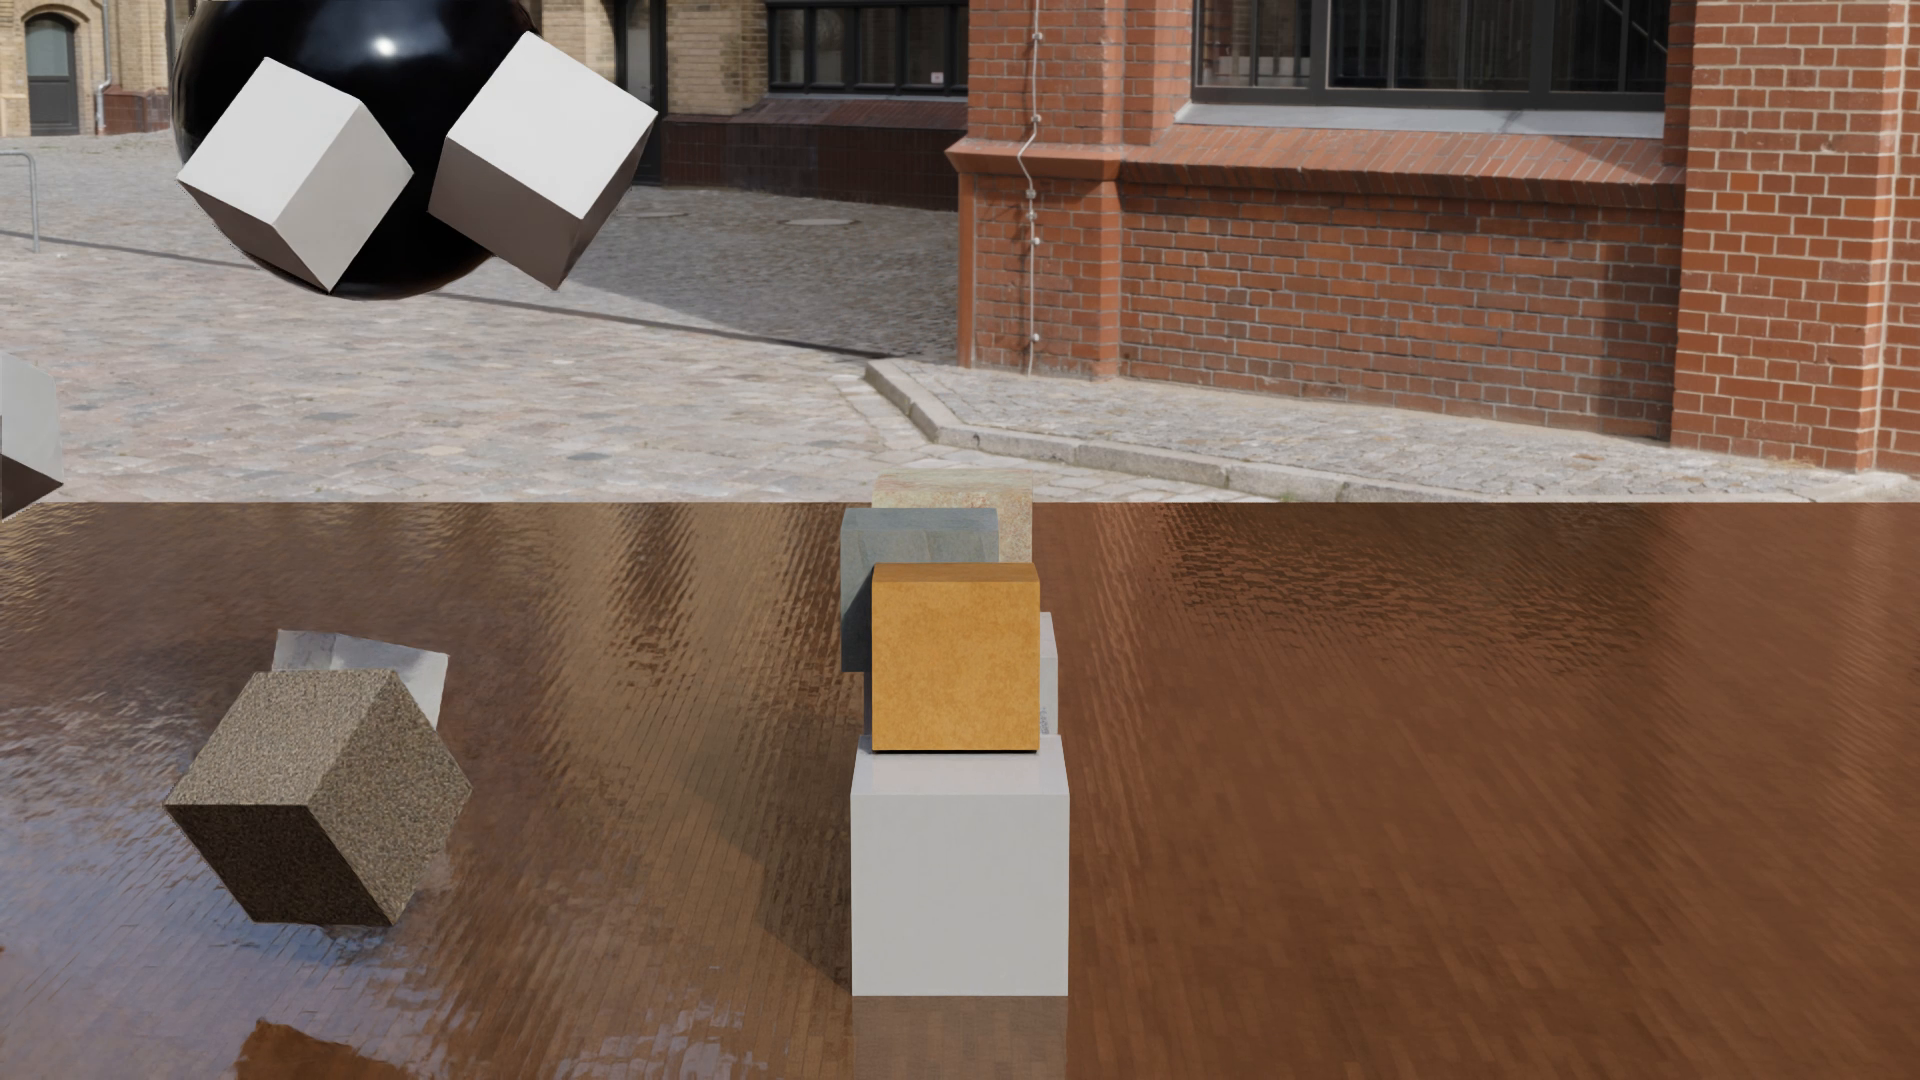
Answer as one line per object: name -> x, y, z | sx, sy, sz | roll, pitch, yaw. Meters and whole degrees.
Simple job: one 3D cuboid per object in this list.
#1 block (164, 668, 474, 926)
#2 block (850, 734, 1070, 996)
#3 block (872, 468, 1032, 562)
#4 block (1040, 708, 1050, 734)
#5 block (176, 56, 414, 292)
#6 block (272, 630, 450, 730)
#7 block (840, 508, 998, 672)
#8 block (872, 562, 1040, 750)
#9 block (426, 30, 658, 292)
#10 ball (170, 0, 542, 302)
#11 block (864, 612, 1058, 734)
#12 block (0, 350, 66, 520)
block -> -2.488, 1.004, 10.024 | 0.701, 0.690, 0.708 | -3, 41, 27
block -> 0.000, 1.282, 10.265 | 0.833, 0.804, 0.893 | 0, 10, 0
block -> -0.026, 0.058, 11.843 | 0.716, 0.679, 0.699 | 0, 10, 2
block -> 0.015, 1.165, 11.025 | 0.722, 0.763, 0.625 | 0, 10, 0
block -> -2.467, -1.359, 9.558 | 0.471, 0.571, 0.501 | 26, -16, 21
block -> -3.055, 0.794, 12.933 | 0.637, 0.568, 0.607 | 15, -10, -41
block -> -0.172, 0.211, 11.193 | 0.671, 0.612, 0.584 | 0, 10, 0
block -> -0.020, 0.470, 10.588 | 0.671, 0.679, 0.651 | 0, 6, -1
block -> -1.607, -1.449, 9.847 | 0.582, 0.581, 0.575 | 32, -29, -4
ball -> -2.505, -1.810, 10.851 | 1.600, 1.600, 1.600 | 0, 10, 0
block -> 0.004, 0.912, 11.797 | 0.851, 0.985, 0.966 | 0, 10, 0
block -> -3.995, -0.404, 10.308 | 0.558, 0.527, 0.451 | -26, -30, 17
